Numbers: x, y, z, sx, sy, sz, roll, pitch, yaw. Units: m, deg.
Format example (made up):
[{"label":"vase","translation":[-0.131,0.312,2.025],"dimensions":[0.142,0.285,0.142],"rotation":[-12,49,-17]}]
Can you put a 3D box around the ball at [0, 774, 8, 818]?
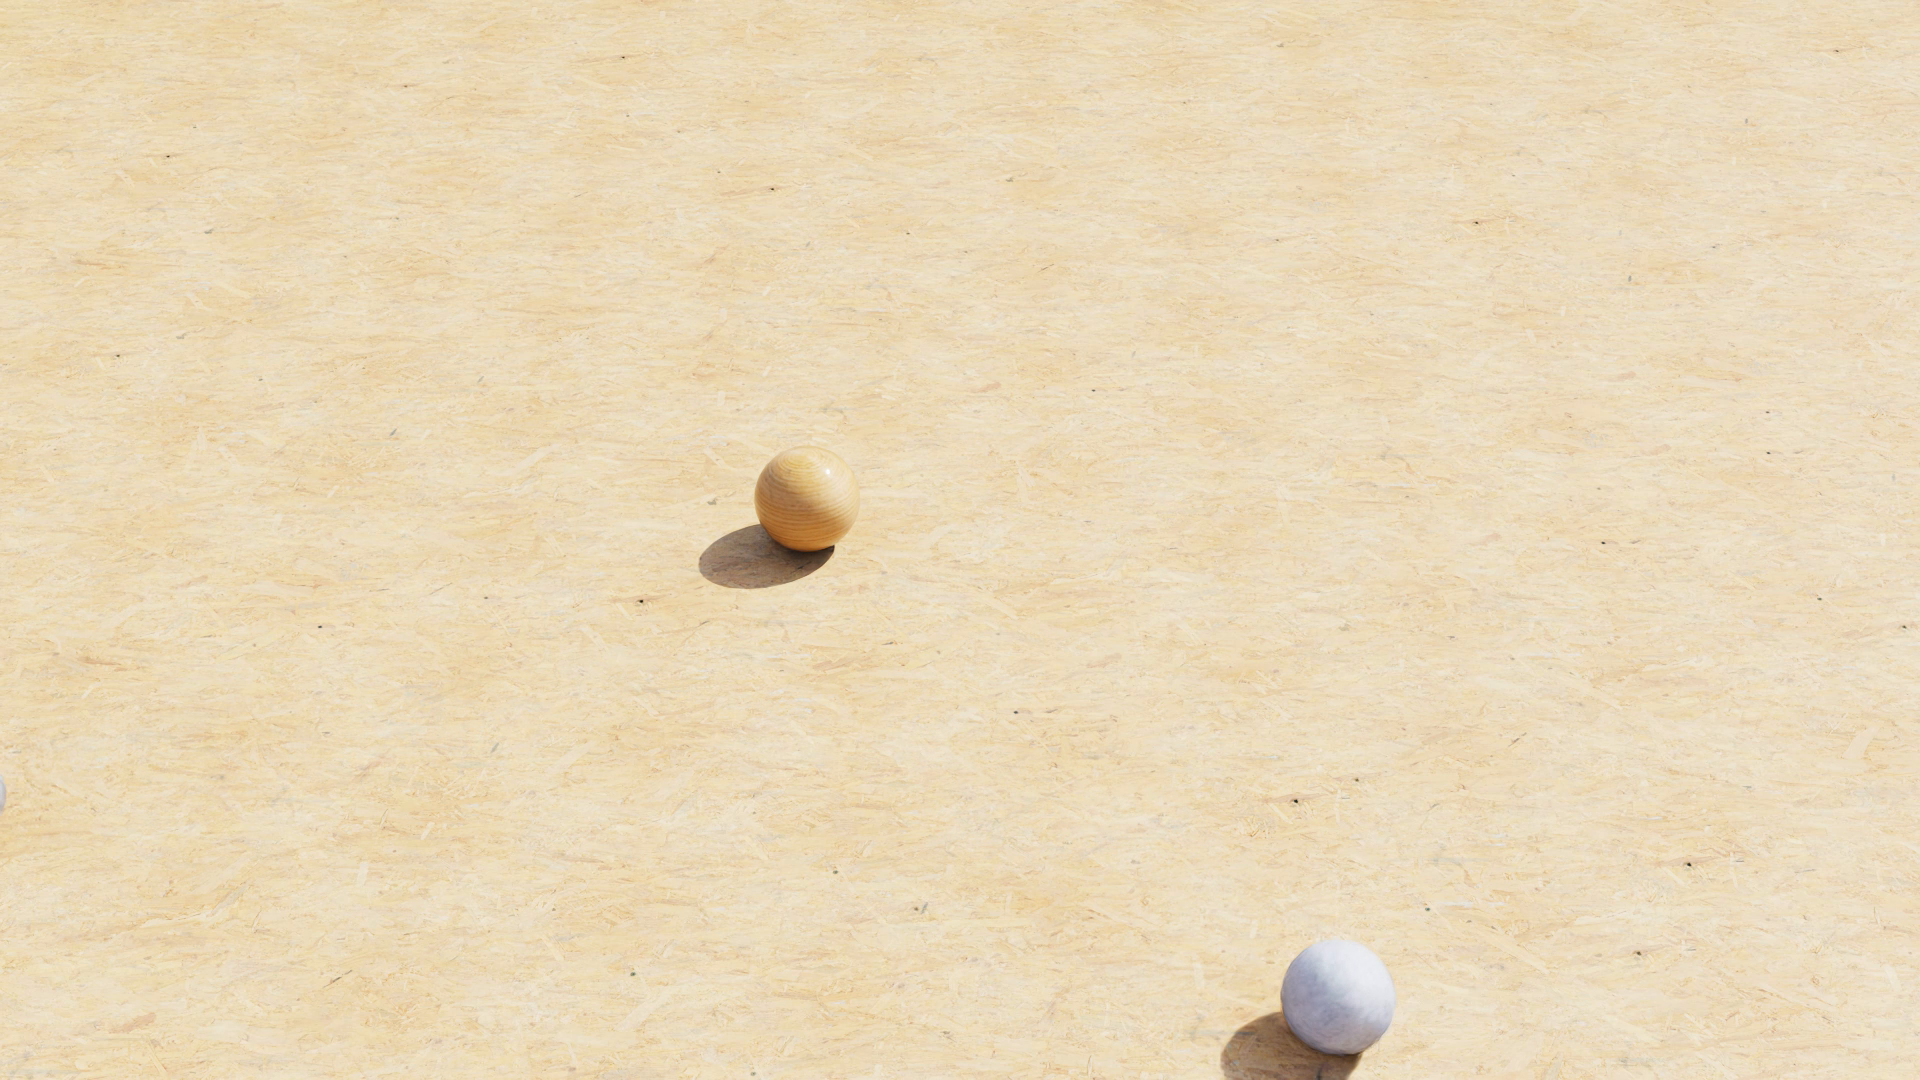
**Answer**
[{"label":"ball","translation":[-0.571,0.146,1.462],"dimensions":[0.052,0.052,0.052],"rotation":[0,36,0]}]

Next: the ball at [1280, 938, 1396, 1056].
[{"label":"ball","translation":[0.196,0.237,1.332],"dimensions":[0.059,0.059,0.059],"rotation":[0,36,0]}]

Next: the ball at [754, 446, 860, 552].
[{"label":"ball","translation":[-0.100,-0.027,1.684],"dimensions":[0.070,0.070,0.070],"rotation":[0,36,0]}]
